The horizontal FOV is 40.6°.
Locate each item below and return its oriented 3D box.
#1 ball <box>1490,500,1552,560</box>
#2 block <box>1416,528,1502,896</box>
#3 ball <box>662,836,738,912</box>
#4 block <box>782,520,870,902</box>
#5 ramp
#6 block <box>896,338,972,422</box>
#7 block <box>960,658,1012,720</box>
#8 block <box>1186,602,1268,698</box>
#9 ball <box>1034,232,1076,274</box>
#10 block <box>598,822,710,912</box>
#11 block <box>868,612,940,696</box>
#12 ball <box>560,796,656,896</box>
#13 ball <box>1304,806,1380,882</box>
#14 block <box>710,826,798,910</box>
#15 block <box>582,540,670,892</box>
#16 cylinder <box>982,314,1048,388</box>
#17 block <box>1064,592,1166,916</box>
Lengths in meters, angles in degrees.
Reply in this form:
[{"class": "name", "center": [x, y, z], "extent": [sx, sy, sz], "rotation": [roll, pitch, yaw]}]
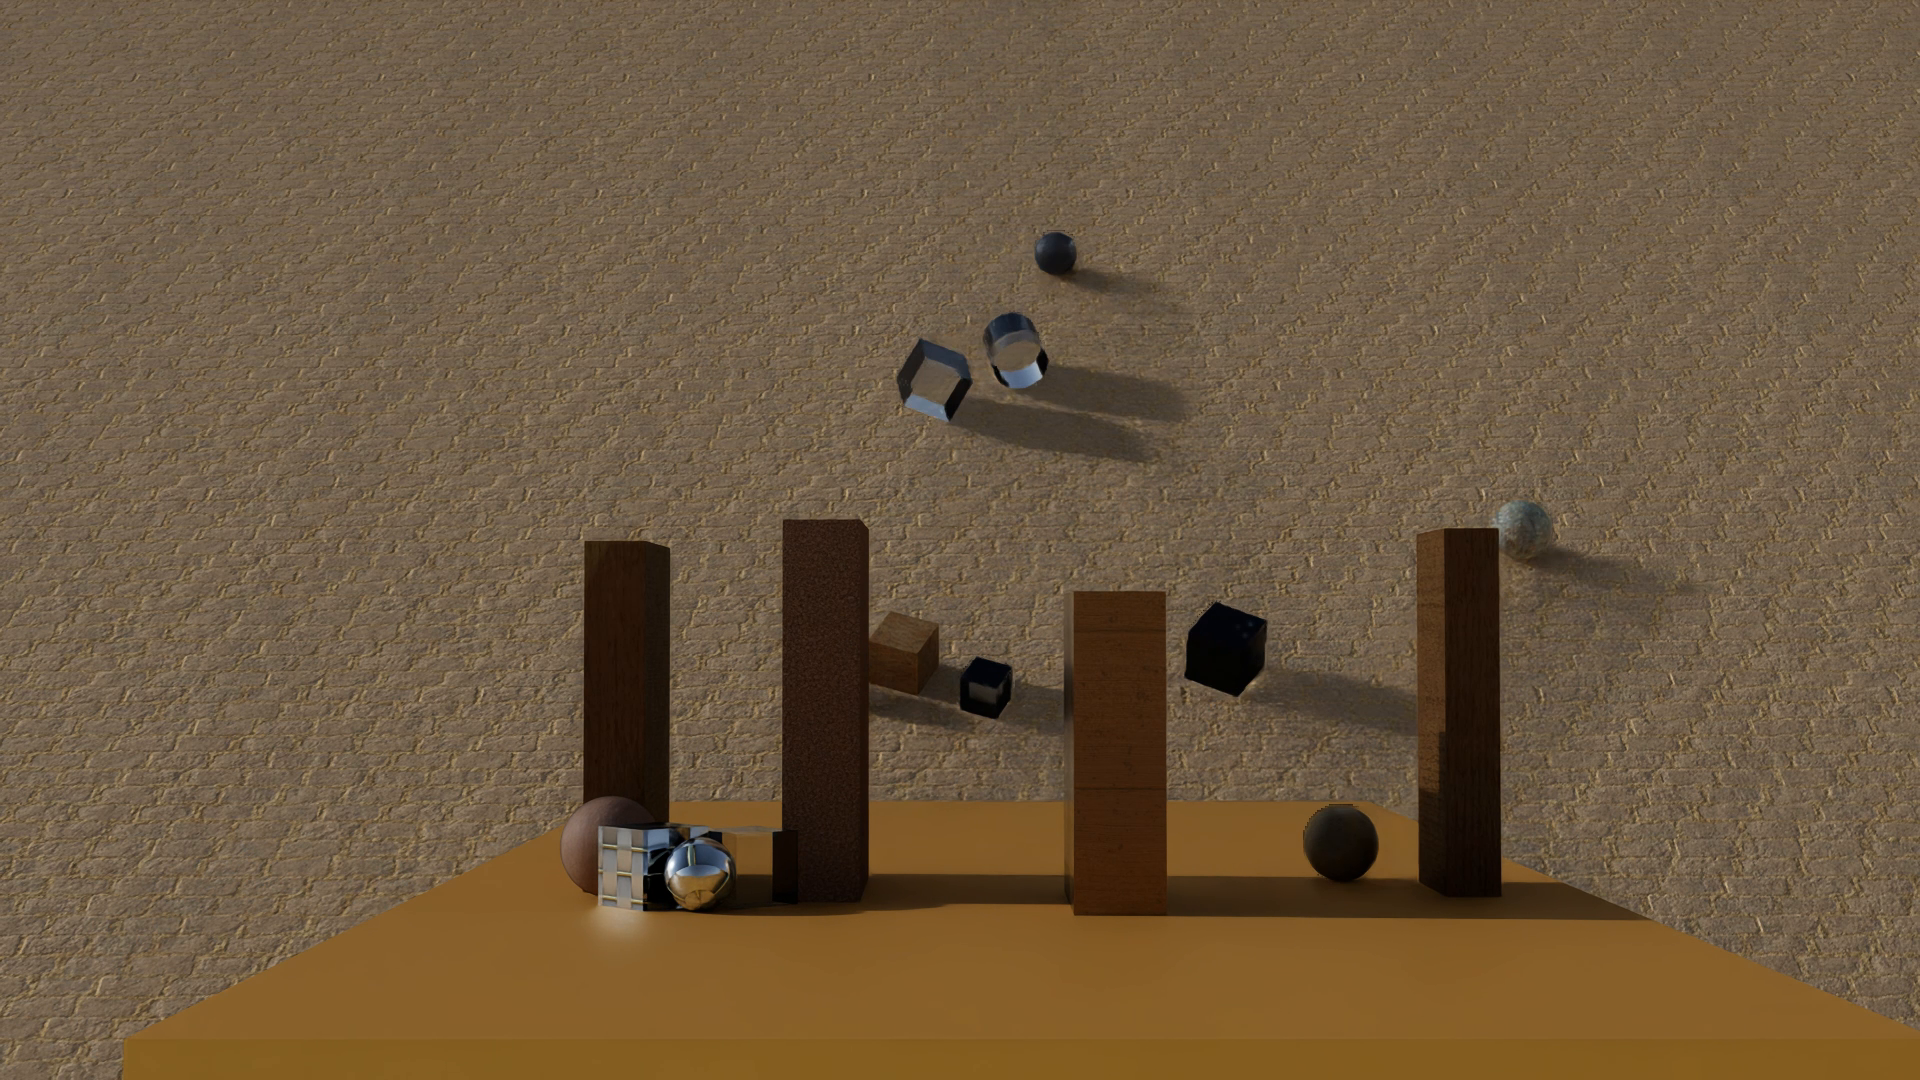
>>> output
[{"class": "ball", "center": [1.694, -0.031, 7.851], "extent": [0.179, 0.179, 0.179], "rotation": [0, 36, 0]}, {"class": "block", "center": [0.869, 0.296, 4.538], "extent": [0.093, 0.624, 0.266], "rotation": [0, -2, 0]}, {"class": "ball", "center": [-0.417, 0.537, 4.173], "extent": [0.119, 0.119, 0.119], "rotation": [0, 36, 0]}, {"class": "block", "center": [-0.231, 0.291, 4.532], "extent": [0.129, 0.635, 0.426], "rotation": [0, -2, 0]}, {"class": "ramp", "center": [0.078, 0.670, 4.859], "extent": [2.000, 0.100, 4.000], "rotation": [0, -2, 0]}, {"class": "block", "center": [-0.084, -0.522, 8.496], "extent": [0.168, 0.168, 0.168], "rotation": [19, 29, -23]}, {"class": "block", "center": [0.073, 0.415, 7.286], "extent": [0.110, 0.110, 0.110], "rotation": [14, 38, 19]}, {"class": "block", "center": [0.756, 0.311, 7.384], "extent": [0.166, 0.166, 0.166], "rotation": [20, 40, 26]}, {"class": "ball", "center": [0.341, -1.021, 9.259], "extent": [0.152, 0.152, 0.152], "rotation": [0, 36, 0]}, {"class": "block", "center": [-0.503, 0.534, 4.263], "extent": [0.130, 0.130, 0.130], "rotation": [2, -3, -41]}, {"class": "block", "center": [-0.159, 0.322, 7.381], "extent": [0.151, 0.151, 0.151], "rotation": [14, 38, 19]}, {"class": "ball", "center": [-0.589, 0.518, 4.389], "extent": [0.172, 0.172, 0.172], "rotation": [0, 36, 0]}, {"class": "ball", "center": [0.687, 0.547, 4.680], "extent": [0.134, 0.134, 0.134], "rotation": [0, 36, 0]}, {"class": "block", "center": [-0.353, 0.539, 4.284], "extent": [0.122, 0.122, 0.122], "rotation": [2, -3, -39]}, {"class": "block", "center": [-0.596, 0.311, 4.672], "extent": [0.106, 0.605, 0.380], "rotation": [0, -2, 0]}, {"class": "cylinder", "center": [0.184, -0.633, 8.688], "extent": [0.184, 0.184, 0.184], "rotation": [-6, 36, -9]}, {"class": "block", "center": [0.254, 0.344, 4.310], "extent": [0.147, 0.513, 0.386], "rotation": [0, -2, 0]}]
